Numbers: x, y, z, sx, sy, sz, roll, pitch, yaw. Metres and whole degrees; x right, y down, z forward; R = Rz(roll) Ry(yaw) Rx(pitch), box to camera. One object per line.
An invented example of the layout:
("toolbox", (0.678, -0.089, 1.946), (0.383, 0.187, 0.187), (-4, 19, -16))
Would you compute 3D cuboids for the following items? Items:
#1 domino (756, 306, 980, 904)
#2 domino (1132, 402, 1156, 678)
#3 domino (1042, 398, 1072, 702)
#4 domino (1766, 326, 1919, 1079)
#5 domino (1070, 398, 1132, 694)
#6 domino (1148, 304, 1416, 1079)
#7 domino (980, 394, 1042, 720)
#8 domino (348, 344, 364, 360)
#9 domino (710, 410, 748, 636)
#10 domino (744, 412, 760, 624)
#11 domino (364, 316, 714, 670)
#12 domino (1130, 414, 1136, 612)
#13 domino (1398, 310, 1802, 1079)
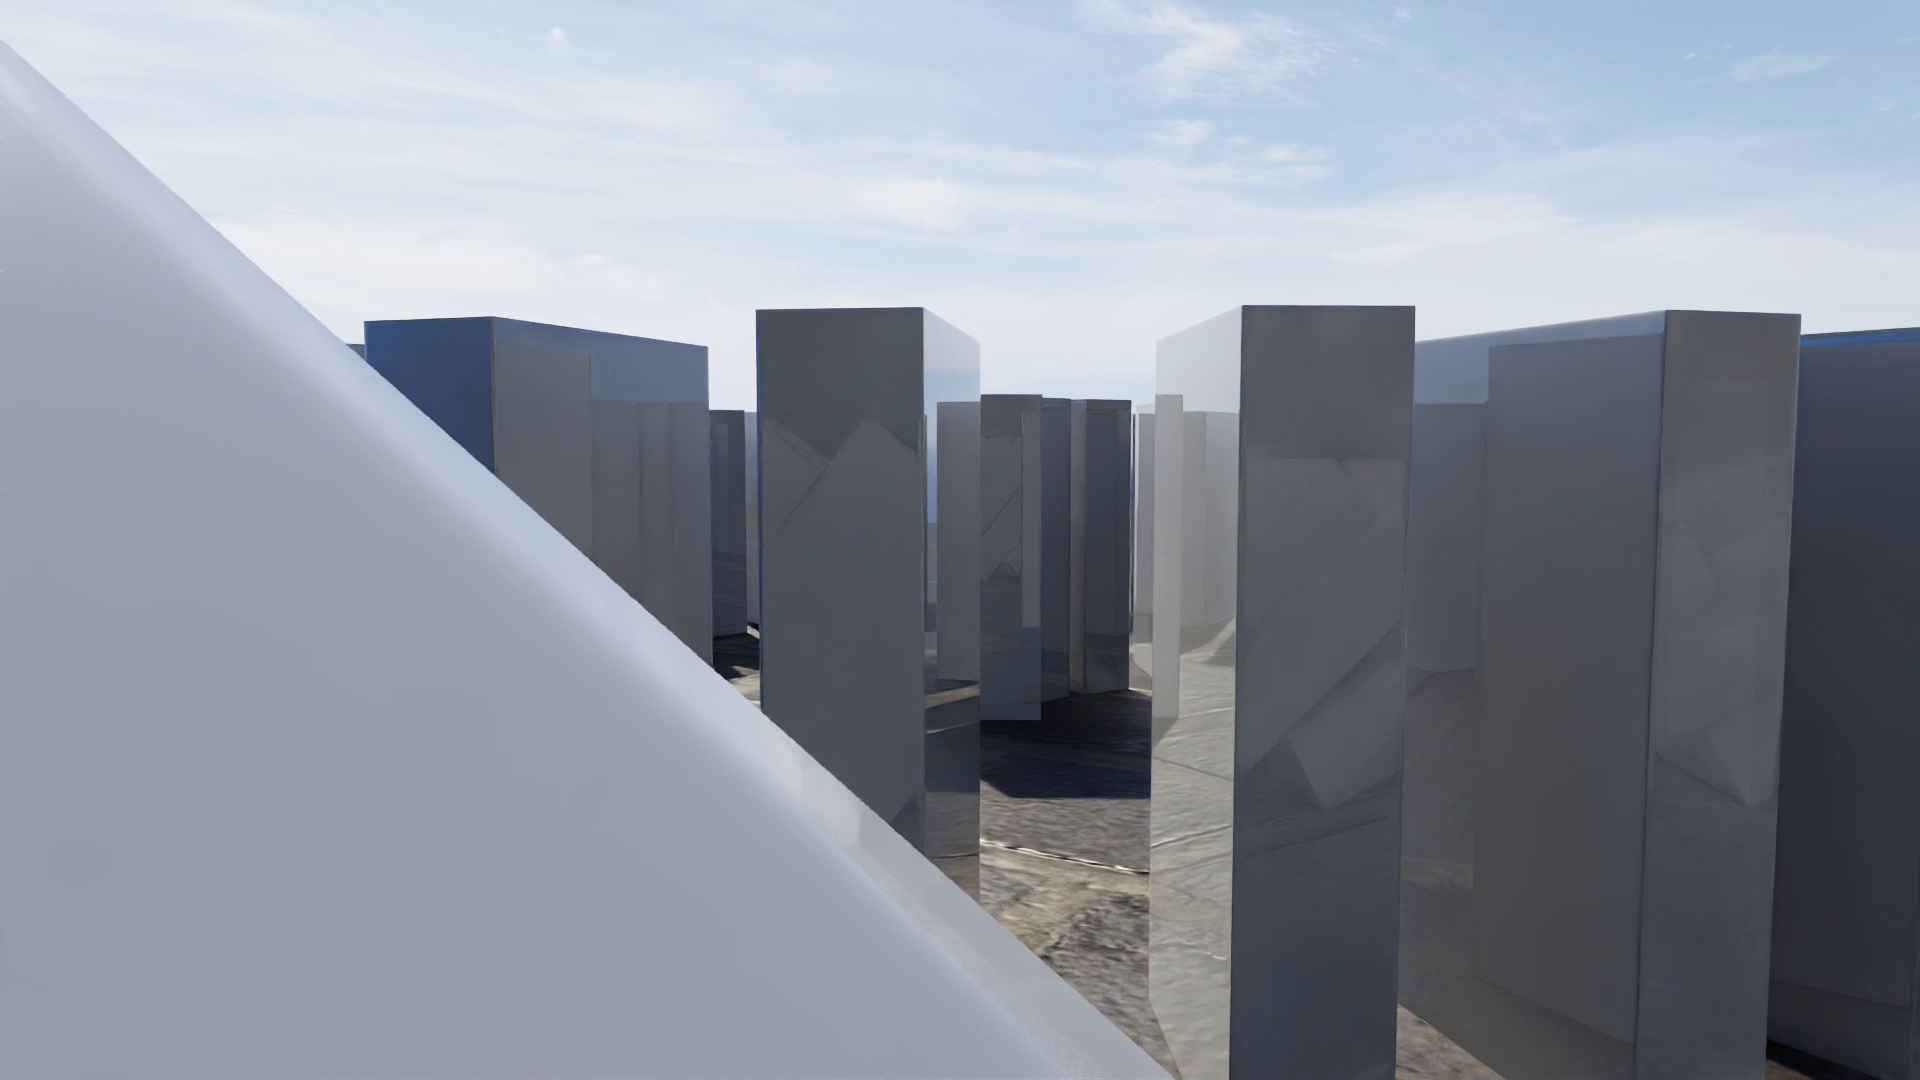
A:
("domino", (-0.005, 0.011, 0.085), (0.010, 0.050, 0.025), (1, 4, 8))
("domino", (0.039, 0.000, 0.236), (0.009, 0.050, 0.025), (0, 4, -4))
("domino", (0.006, 0.001, 0.220), (0.009, 0.050, 0.025), (-4, 6, -45))
("domino", (0.060, 0.010, 0.096), (0.009, 0.050, 0.025), (-3, 5, -33))
("domino", (0.019, 0.000, 0.229), (0.010, 0.050, 0.025), (-2, 5, -30))
("domino", (0.020, 0.011, 0.084), (0.010, 0.050, 0.025), (0, 4, -2))
("domino", (0.000, 0.002, 0.201), (0.025, 0.050, 0.010), (0, 4, 0))
("domino", (-0.049, 0.010, 0.101), (0.009, 0.050, 0.025), (3, 5, 35))
("domino", (-0.060, -0.004, 0.293), (0.025, 0.050, 0.010), (4, 6, 43))
("domino", (-0.045, -0.005, 0.306), (0.009, 0.050, 0.025), (-3, 5, -34))
("domino", (-0.028, 0.011, 0.091), (0.010, 0.050, 0.025), (1, 5, 19))
("domino", (0.048, -0.008, 0.334), (0.009, 0.050, 0.025), (0, 4, -1))
("domino", (0.041, 0.011, 0.087), (0.009, 0.050, 0.025), (-1, 4, -15))
